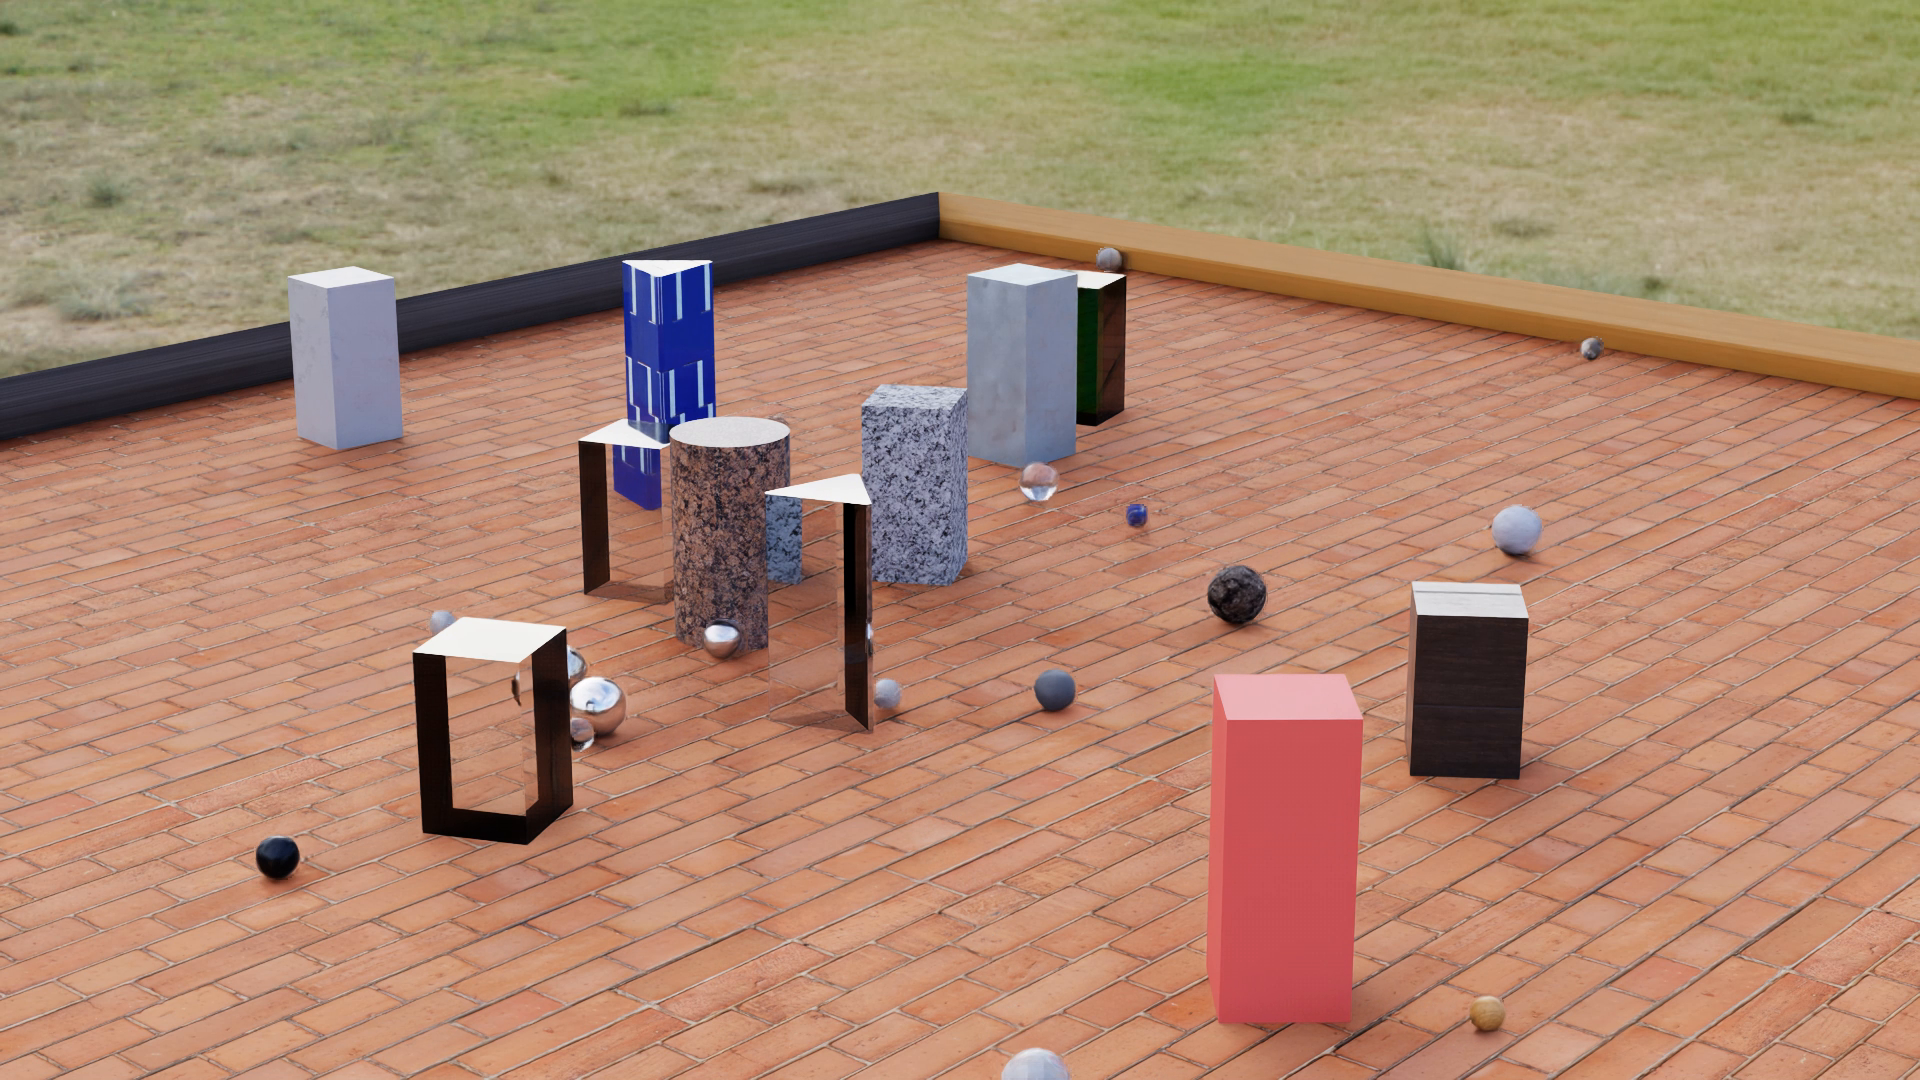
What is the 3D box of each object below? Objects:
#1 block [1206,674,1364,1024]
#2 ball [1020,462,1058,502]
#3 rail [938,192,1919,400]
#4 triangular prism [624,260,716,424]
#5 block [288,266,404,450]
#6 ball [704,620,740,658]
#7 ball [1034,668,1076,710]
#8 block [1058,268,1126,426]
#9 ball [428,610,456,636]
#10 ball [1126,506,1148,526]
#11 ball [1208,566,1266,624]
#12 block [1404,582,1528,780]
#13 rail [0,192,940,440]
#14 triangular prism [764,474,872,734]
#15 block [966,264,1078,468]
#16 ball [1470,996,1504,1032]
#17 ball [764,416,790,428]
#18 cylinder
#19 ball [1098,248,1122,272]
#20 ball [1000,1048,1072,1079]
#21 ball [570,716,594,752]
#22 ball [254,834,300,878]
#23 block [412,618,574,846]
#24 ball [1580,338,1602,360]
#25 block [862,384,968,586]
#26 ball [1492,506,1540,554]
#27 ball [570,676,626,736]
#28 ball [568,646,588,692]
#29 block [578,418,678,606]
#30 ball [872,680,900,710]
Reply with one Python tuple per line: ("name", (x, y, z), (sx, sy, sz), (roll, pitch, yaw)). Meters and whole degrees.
("block", (0.389, 0.372, 3.547), (0.159, 0.388, 0.159), (0, 17, -1))
("ball", (0.153, -0.113, 5.700), (0.074, 0.074, 0.074), (0, 17, 0))
("rail", (1.593, -0.497, 6.876), (4.422, 0.129, 0.045), (14, 22, 39))
("triangular prism", (-0.592, -0.319, 5.742), (0.149, 0.446, 0.172), (10, 19, 29))
("block", (-1.284, -0.382, 6.129), (0.159, 0.342, 0.159), (-15, 22, -40))
("ball", (-0.390, 0.163, 4.806), (0.061, 0.061, 0.061), (0, 17, 0))
("ball", (0.149, 0.233, 4.568), (0.066, 0.066, 0.066), (0, 17, 0))
("block", (0.253, -0.416, 6.316), (0.159, 0.300, 0.159), (8, 18, 24))
("ball", (-0.866, 0.141, 4.905), (0.046, 0.046, 0.046), (0, 17, 0))
("ball", (0.334, -0.045, 5.533), (0.041, 0.041, 0.041), (0, 17, 0))
("ball", (0.469, 0.092, 4.976), (0.099, 0.099, 0.099), (0, 17, 0))
("block", (0.747, 0.206, 4.338), (0.159, 0.249, 0.159), (2, 17, 5))
("rail", (-1.651, -0.381, 6.493), (0.045, 0.129, 4.906), (14, 22, 39))
("triangular prism", (-0.188, 0.092, 4.515), (0.172, 0.365, 0.149), (6, 18, 20))
("block", (0.126, -0.356, 5.983), (0.159, 0.378, 0.159), (15, 22, 40))
("ball", (0.630, 0.566, 3.504), (0.042, 0.042, 0.042), (0, 17, 0))
("ball", (-0.386, -0.224, 6.078), (0.068, 0.068, 0.068), (0, 17, 0))
("cylinder", (-0.380, -0.012, 4.888), (0.199, 0.349, 0.199), (0, 17, 0))
("ball", (0.400, -0.748, 7.826), (0.064, 0.064, 0.064), (0, 17, 0))
("ball", (0.085, 0.610, 3.290), (0.080, 0.080, 0.080), (0, 17, 0))
("ball", (-0.574, 0.291, 4.398), (0.051, 0.051, 0.051), (0, 17, 0))
("ball", (-0.917, 0.425, 3.940), (0.059, 0.059, 0.059), (0, 17, 0))
("block", (-0.652, 0.266, 4.109), (0.159, 0.267, 0.159), (5, 17, 16))
("ball", (1.475, -0.447, 6.852), (0.050, 0.050, 0.050), (0, 17, 0))
("block", (-0.079, -0.099, 5.228), (0.159, 0.321, 0.159), (3, 17, 11))
("ball", (1.016, -0.017, 5.357), (0.089, 0.089, 0.089), (0, 17, 0))
("ball", (-0.553, 0.253, 4.456), (0.092, 0.092, 0.092), (0, 17, 0))
("ball", (-0.630, 0.210, 4.594), (0.094, 0.094, 0.094), (0, 17, 0))
("block", (-0.554, -0.050, 5.135), (0.159, 0.281, 0.159), (7, 18, 21))
("ball", (-0.116, 0.241, 4.573), (0.047, 0.047, 0.047), (0, 17, 0))
